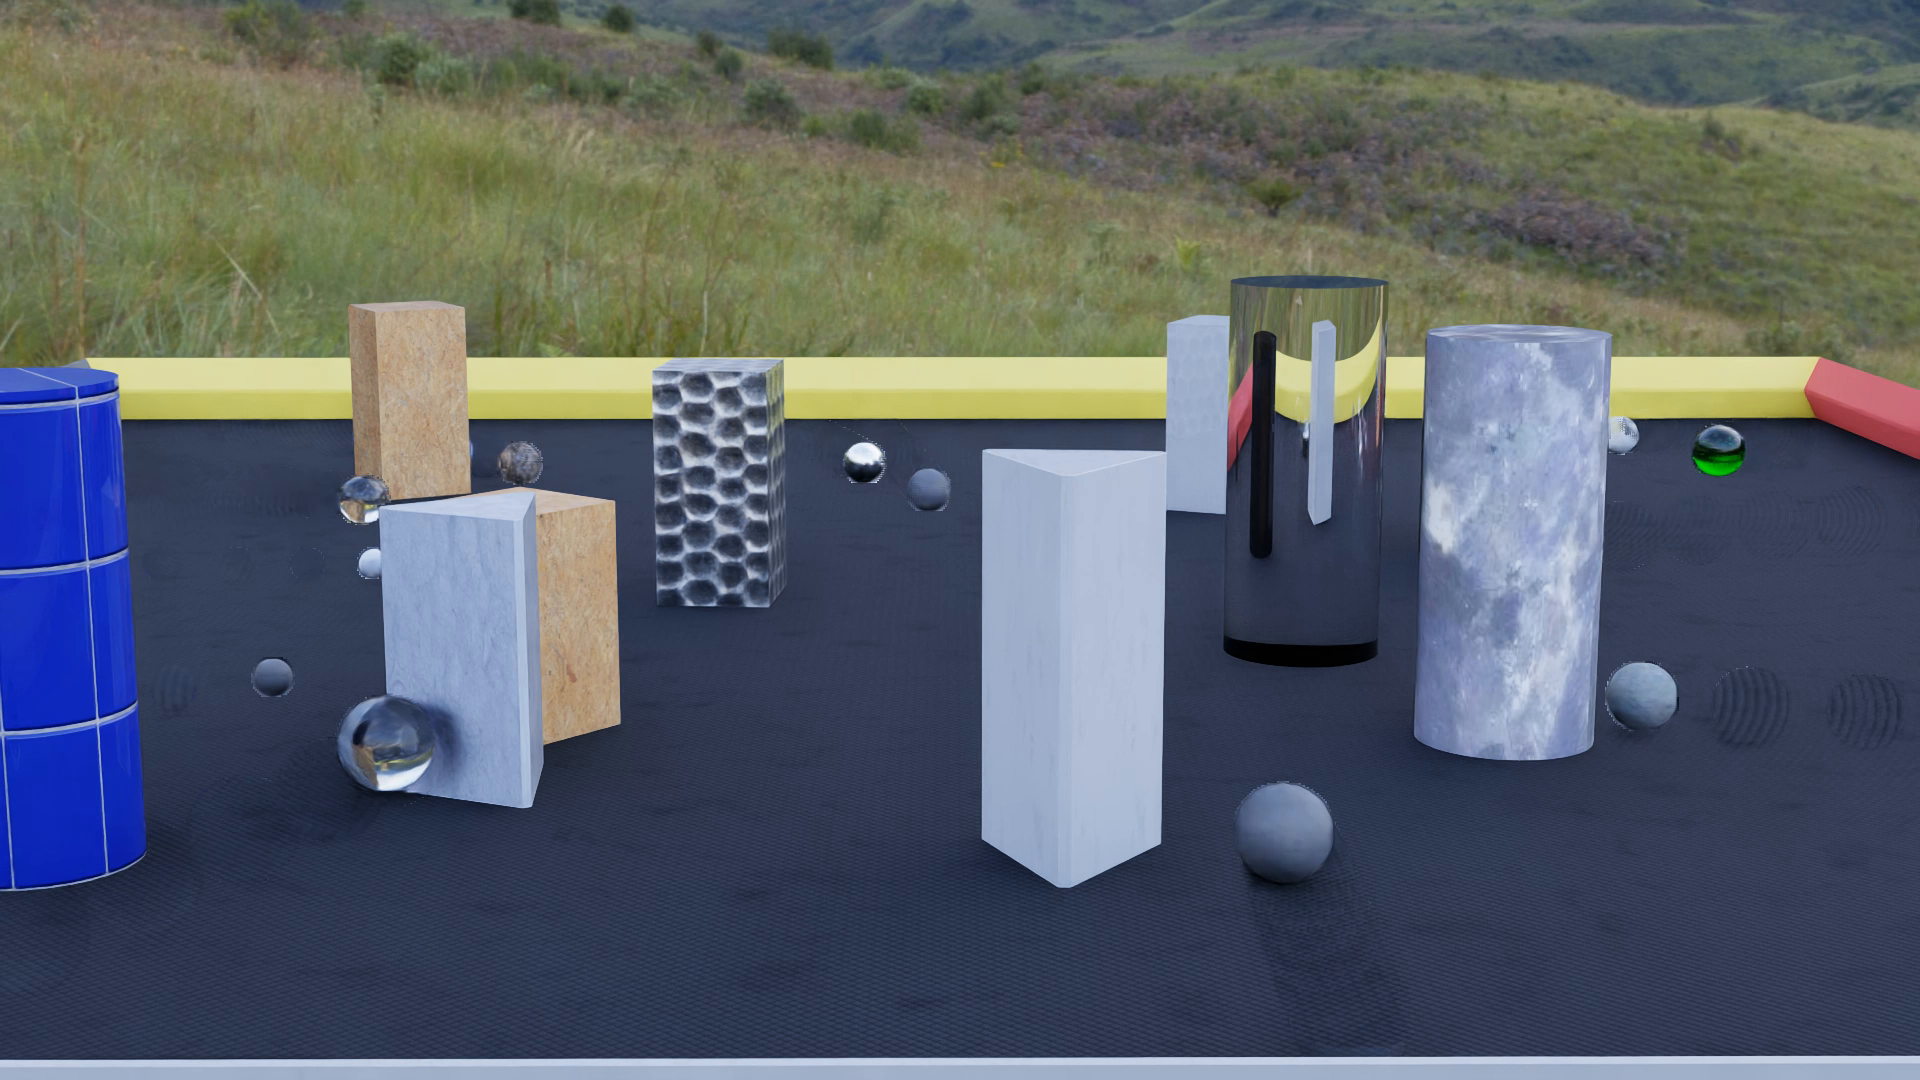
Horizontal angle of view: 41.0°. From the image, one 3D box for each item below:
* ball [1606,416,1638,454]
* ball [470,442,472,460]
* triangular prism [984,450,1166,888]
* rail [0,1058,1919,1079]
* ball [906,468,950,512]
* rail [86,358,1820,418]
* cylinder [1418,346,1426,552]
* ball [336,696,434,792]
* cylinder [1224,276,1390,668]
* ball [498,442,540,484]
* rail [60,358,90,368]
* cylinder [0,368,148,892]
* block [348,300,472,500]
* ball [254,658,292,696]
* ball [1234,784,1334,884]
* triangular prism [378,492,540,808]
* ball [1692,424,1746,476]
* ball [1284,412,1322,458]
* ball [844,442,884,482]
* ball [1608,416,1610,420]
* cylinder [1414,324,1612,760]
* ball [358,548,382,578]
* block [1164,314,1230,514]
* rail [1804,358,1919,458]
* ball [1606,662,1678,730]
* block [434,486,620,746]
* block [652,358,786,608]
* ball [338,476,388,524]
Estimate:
[{"bbox_3d":[1.243,-0.198,4.840,0.071,0.071,0.071,0,11,0],"label":"ball"},{"bbox_3d":[-0.910,-0.158,4.574,0.082,0.082,0.082,0,11,0],"label":"ball"},{"bbox_3d":[0.082,0.107,2.370,0.145,0.374,0.167,7,13,34],"label":"triangular prism"},{"bbox_3d":[0.011,0.376,1.602,3.591,0.125,0.045,0,11,0],"label":"rail"},{"bbox_3d":[-0.052,-0.082,4.223,0.070,0.070,0.070,0,11,0],"label":"ball"},{"bbox_3d":[-0.011,-0.311,5.297,3.591,0.125,0.045,0,11,0],"label":"rail"},{"bbox_3d":[0.789,-0.139,3.841,0.193,0.320,0.193,0,11,0],"label":"cylinder"},{"bbox_3d":[-0.569,0.201,2.540,0.094,0.094,0.094,0,11,0],"label":"ball"},{"bbox_3d":[0.428,-0.089,3.186,0.193,0.462,0.193,0,11,0],"label":"cylinder"},{"bbox_3d":[-0.772,-0.134,4.496,0.072,0.072,0.072,0,11,0],"label":"ball"},{"bbox_3d":[-1.772,0.034,3.439,0.045,0.125,3.806,0,11,0],"label":"rail"},{"bbox_3d":[-0.855,0.076,2.340,0.193,0.447,0.193,0,11,0],"label":"cylinder"},{"bbox_3d":[-0.945,-0.242,4.402,0.154,0.319,0.154,-6,12,-29],"label":"block"},{"bbox_3d":[-0.801,0.160,2.990,0.044,0.044,0.044,0,11,0],"label":"ball"},{"bbox_3d":[0.291,0.264,2.308,0.089,0.089,0.089,0,11,0],"label":"ball"},{"bbox_3d":[-0.474,0.104,2.616,0.167,0.290,0.145,5,12,25],"label":"triangular prism"},{"bbox_3d":[1.355,-0.160,4.580,0.091,0.091,0.091,0,11,0],"label":"ball"},{"bbox_3d":[0.633,-0.196,4.790,0.086,0.086,0.086,0,11,0],"label":"ball"},{"bbox_3d":[-0.169,-0.136,4.508,0.072,0.072,0.072,0,11,0],"label":"ball"},{"bbox_3d":[1.208,-0.226,4.949,0.088,0.088,0.088,0,11,0],"label":"ball"},{"bbox_3d":[0.595,-0.002,2.770,0.193,0.443,0.193,0,11,0],"label":"cylinder"},{"bbox_3d":[-0.839,0.034,3.675,0.042,0.042,0.042,0,11,0],"label":"ball"},{"bbox_3d":[0.441,-0.209,4.250,0.154,0.309,0.154,5,12,24],"label":"block"},{"bbox_3d":[1.772,0.030,3.459,0.045,0.125,3.806,0,11,0],"label":"rail"},{"bbox_3d":[0.754,0.172,2.836,0.076,0.076,0.076,0,11,0],"label":"ball"},{"bbox_3d":[-0.488,0.083,2.831,0.154,0.253,0.154,8,13,38],"label":"block"},{"bbox_3d":[-0.329,-0.082,3.532,0.154,0.321,0.154,1,11,5],"label":"block"},{"bbox_3d":[-0.955,-0.065,4.107,0.078,0.078,0.078,0,11,0],"label":"ball"}]
